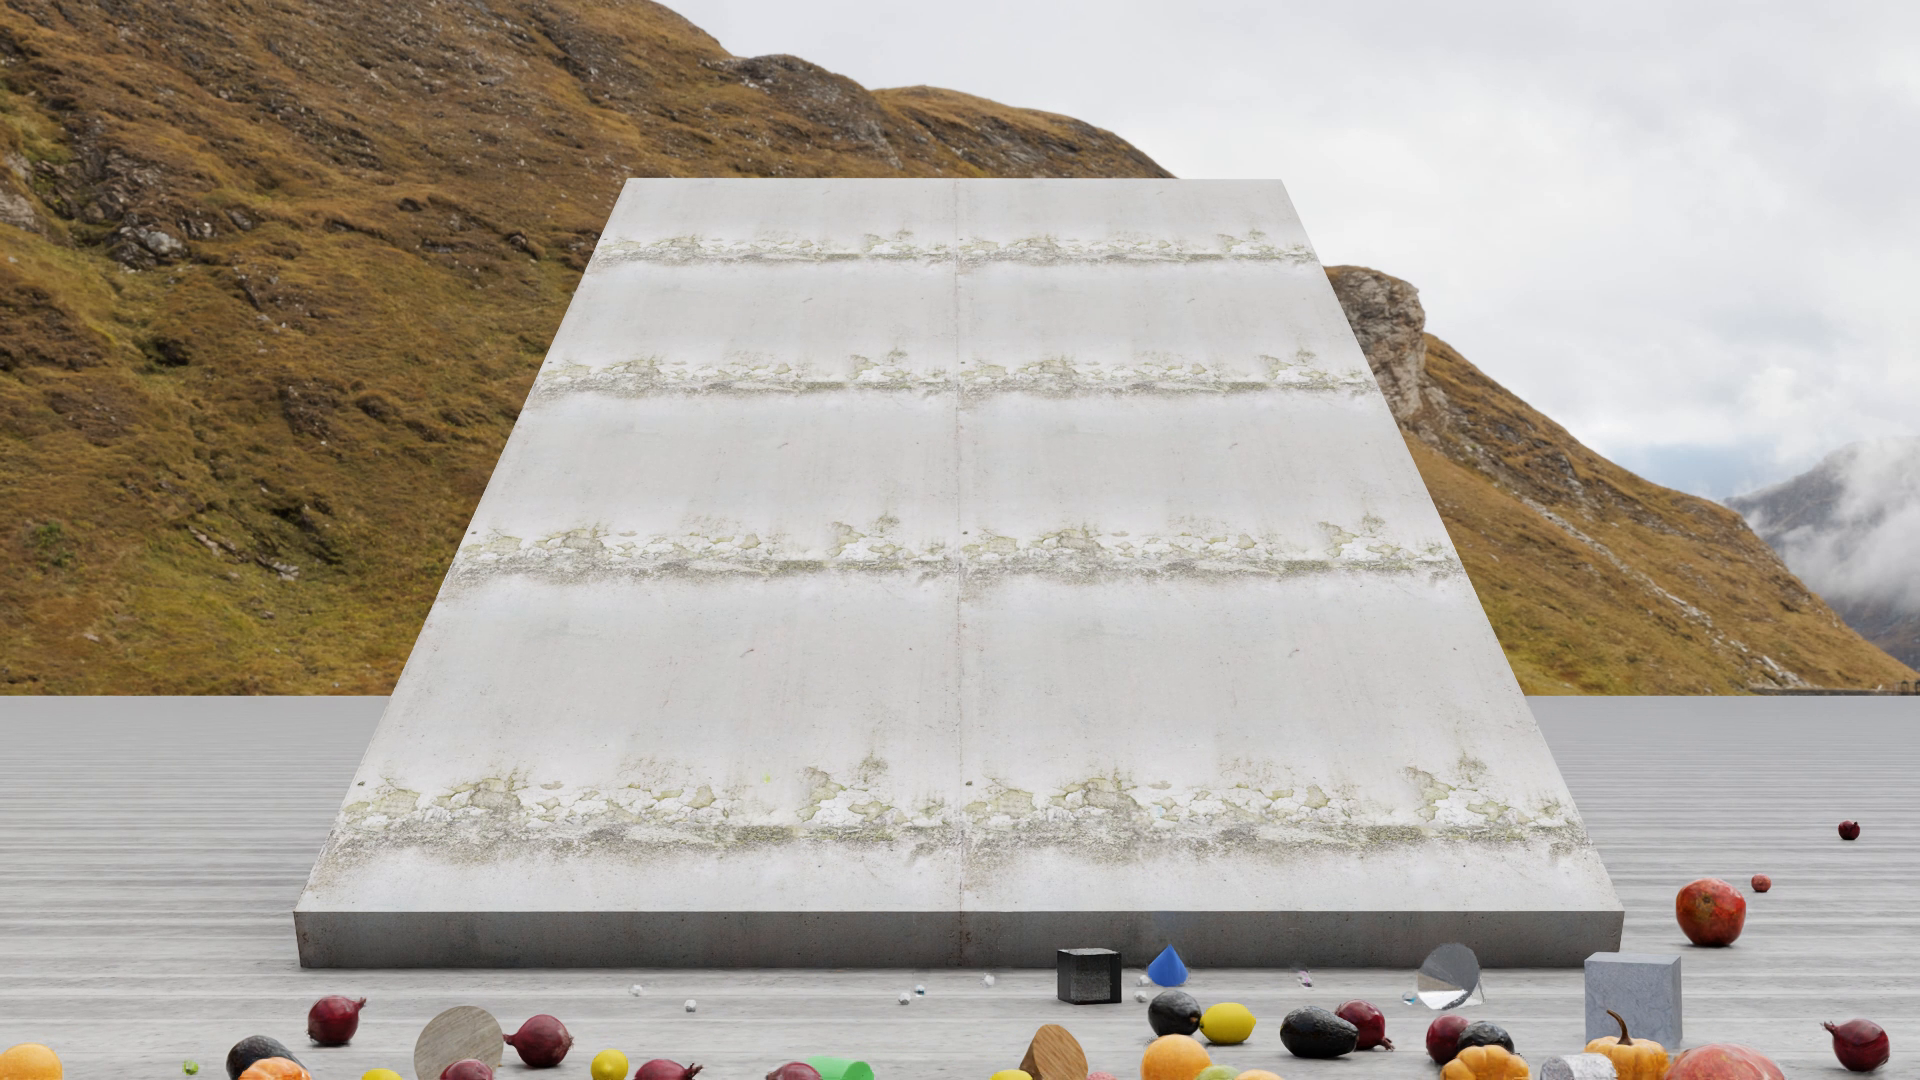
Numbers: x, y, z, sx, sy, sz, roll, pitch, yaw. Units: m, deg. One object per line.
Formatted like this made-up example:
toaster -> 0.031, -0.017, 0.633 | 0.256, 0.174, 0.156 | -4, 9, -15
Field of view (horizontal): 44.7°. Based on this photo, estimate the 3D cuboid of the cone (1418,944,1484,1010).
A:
cone -> 0.674, 0.599, 3.107 | 0.094, 0.094, 0.094 | -4, -32, 46

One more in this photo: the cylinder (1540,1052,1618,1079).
cylinder -> 0.621, 0.544, 2.343 | 0.054, 0.054, 0.054 | 2, -4, -27

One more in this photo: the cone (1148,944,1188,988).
cone -> 0.296, 0.593, 3.309 | 0.057, 0.057, 0.057 | 2, 36, -1

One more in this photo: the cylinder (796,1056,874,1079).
cylinder -> -0.123, 0.541, 2.313 | 0.056, 0.056, 0.056 | -3, -5, 36

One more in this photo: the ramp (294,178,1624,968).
ramp -> -0.009, -0.229, 5.345 | 2.000, 0.100, 4.000 | 0, 25, 0

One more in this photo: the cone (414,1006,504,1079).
cone -> -0.514, 0.558, 2.478 | 0.098, 0.098, 0.098 | -1, -30, 12

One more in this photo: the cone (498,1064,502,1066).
cone -> -0.542, 0.573, 2.611 | 0.068, 0.068, 0.068 | 26, -2, 4

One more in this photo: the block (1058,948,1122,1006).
block -> 0.175, 0.590, 3.159 | 0.066, 0.066, 0.066 | 1, -4, -20

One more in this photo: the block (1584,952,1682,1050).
block -> 0.807, 0.550, 2.796 | 0.099, 0.099, 0.099 | -2, -4, 23
